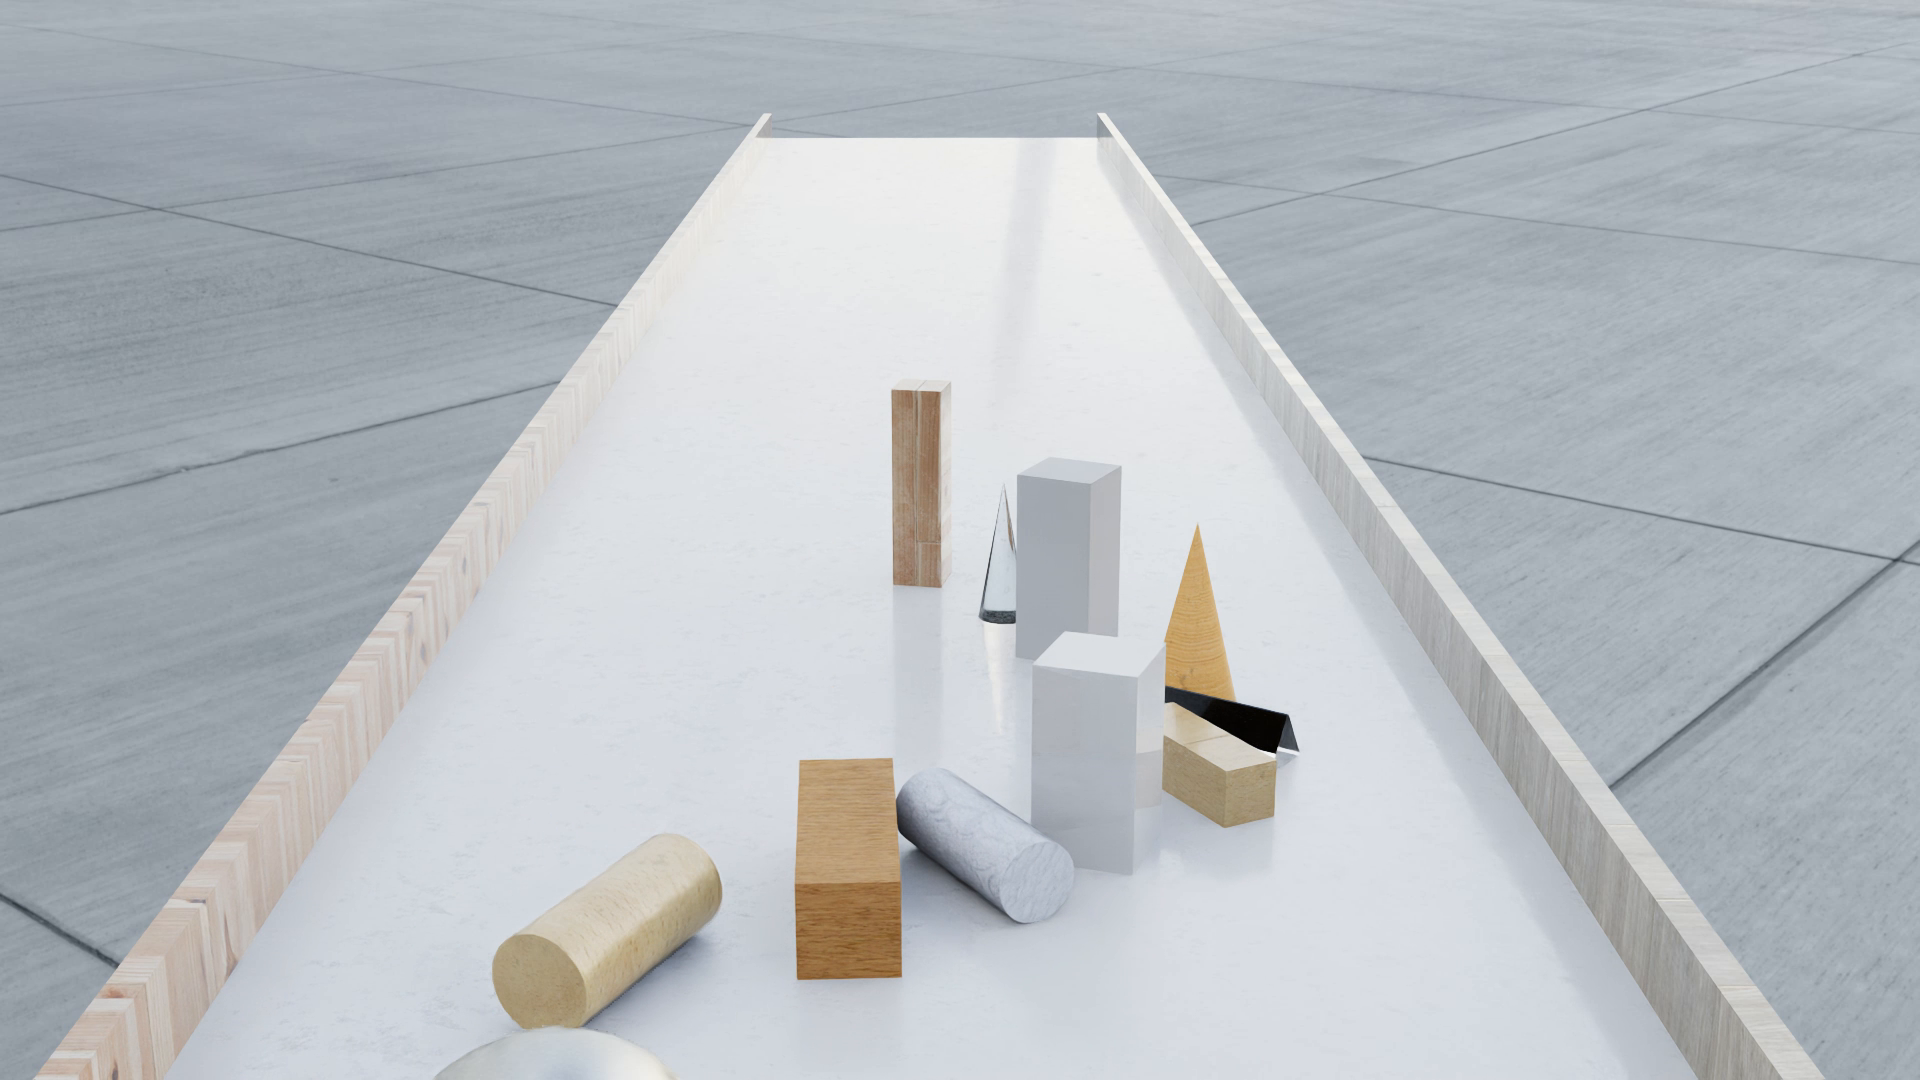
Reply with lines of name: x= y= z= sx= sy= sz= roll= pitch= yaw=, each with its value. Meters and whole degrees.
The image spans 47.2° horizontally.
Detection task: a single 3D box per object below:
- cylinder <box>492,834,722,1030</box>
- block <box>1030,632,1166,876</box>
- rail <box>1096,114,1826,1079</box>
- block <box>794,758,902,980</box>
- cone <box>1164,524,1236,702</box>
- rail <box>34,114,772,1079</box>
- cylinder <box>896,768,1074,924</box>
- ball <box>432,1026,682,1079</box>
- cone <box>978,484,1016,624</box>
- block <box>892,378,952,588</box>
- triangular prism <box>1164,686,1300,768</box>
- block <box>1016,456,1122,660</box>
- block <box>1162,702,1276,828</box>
cylinder: x=-0.492 y=0.552 z=3.104 sx=0.152 sy=0.152 sz=0.356 roll=7 pitch=18 yaw=23
block: x=0.221 y=0.338 z=3.509 sx=0.169 sy=0.332 sz=0.169 roll=6 pitch=18 yaw=19
rail: x=0.932 y=-0.844 z=7.801 sx=0.050 sy=0.150 sz=12.000 roll=0 pitch=17 yaw=-1
block: x=-0.170 y=0.487 z=3.326 sx=0.149 sy=0.149 sz=0.458 roll=-1 pitch=17 yaw=-3
cone: x=0.439 y=0.141 z=4.113 sx=0.174 sy=0.365 sz=0.174 roll=0 pitch=17 yaw=0
rail: x=-1.118 y=-0.838 z=7.780 sx=0.050 sy=0.150 sz=12.000 roll=0 pitch=17 yaw=-1
cylinder: x=0.033 y=0.470 z=3.418 sx=0.130 sy=0.130 sz=0.331 roll=-9 pitch=19 yaw=-29
ball: x=-0.421 y=0.689 z=2.272 sx=0.363 sy=0.363 sz=0.363 roll=0 pitch=17 yaw=0
cone: x=0.092 y=0.017 z=4.638 sx=0.105 sy=0.302 sz=0.105 roll=0 pitch=17 yaw=0
block: x=-0.084 y=-0.126 z=4.869 sx=0.110 sy=0.445 sz=0.110 roll=3 pitch=17 yaw=11
triangular prism: x=0.417 y=0.318 z=3.988 sx=0.393 sy=0.092 sz=0.106 roll=12 pitch=20 yaw=34
block: x=0.218 y=0.044 z=4.413 sx=0.158 sy=0.381 sz=0.158 roll=8 pitch=18 yaw=25
block: x=0.407 y=0.382 z=3.766 sx=0.101 sy=0.101 sz=0.308 roll=-9 pitch=19 yaw=-27
